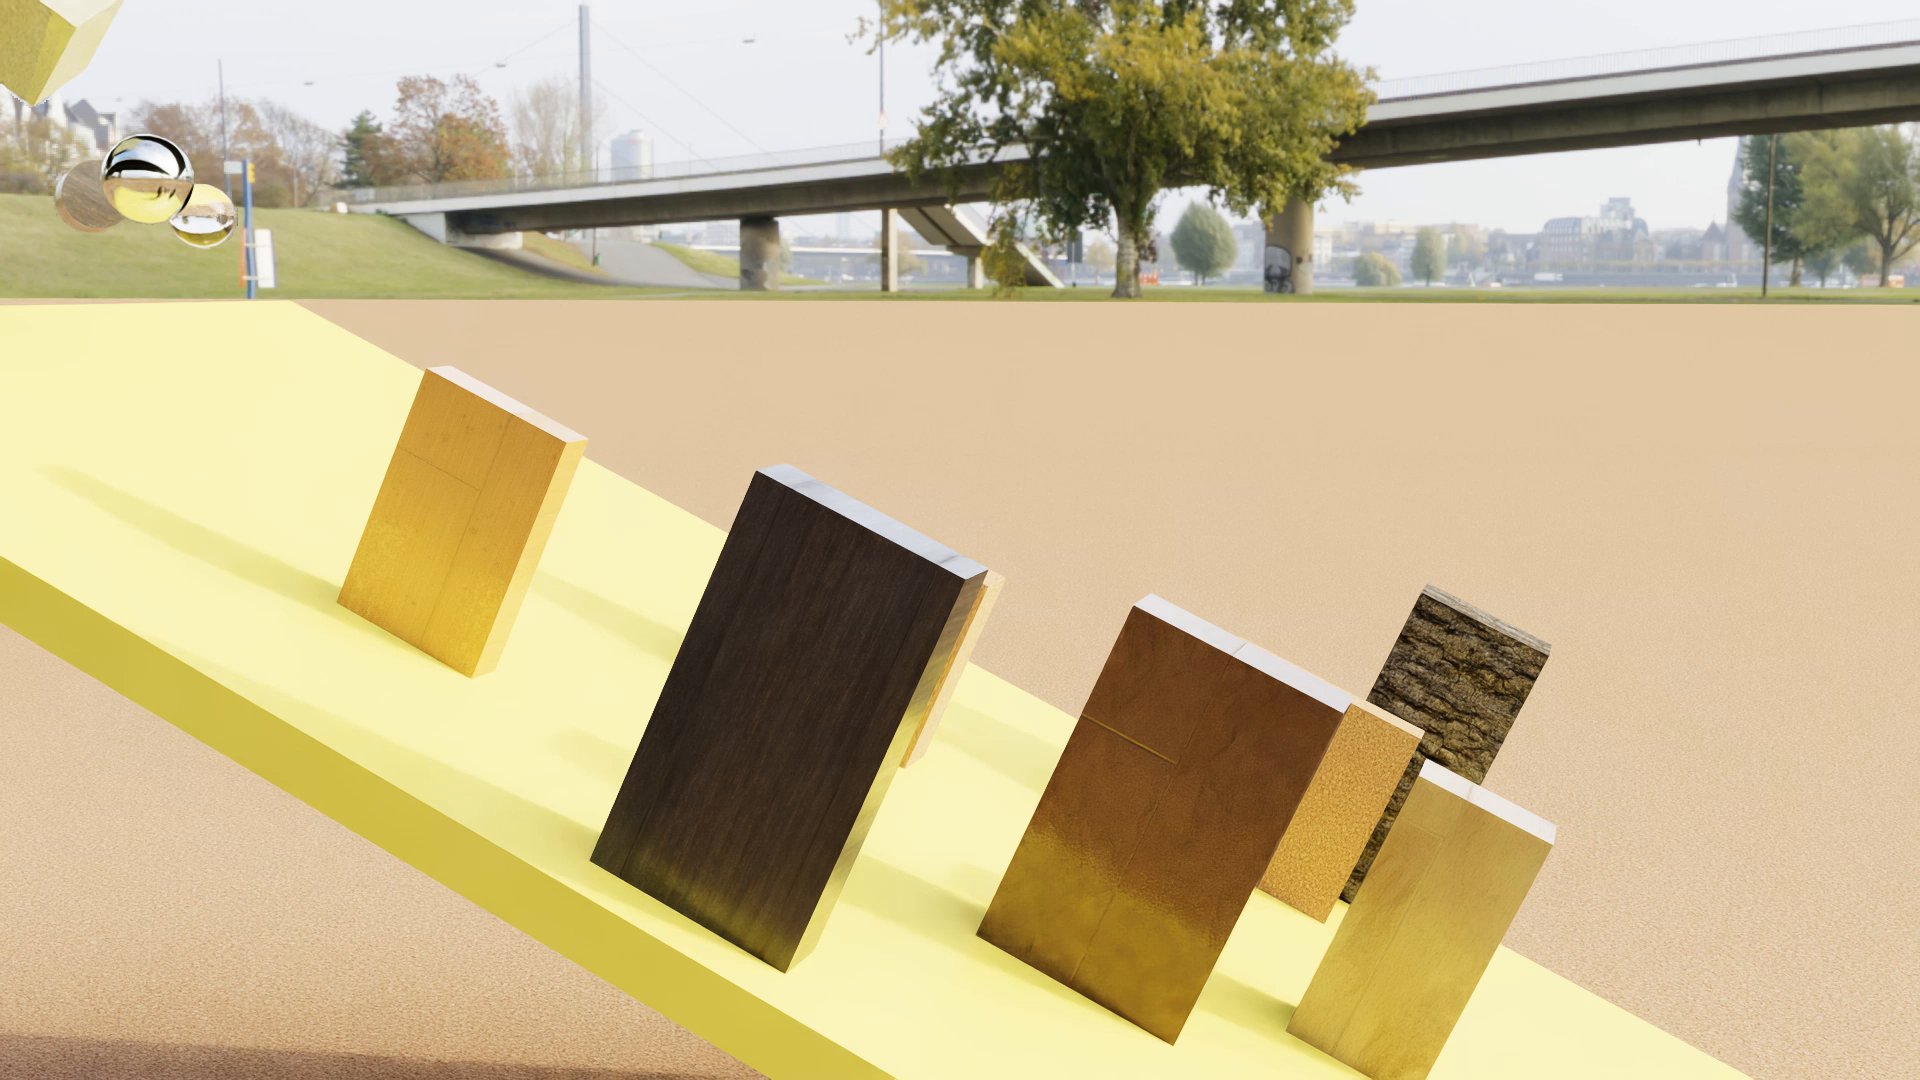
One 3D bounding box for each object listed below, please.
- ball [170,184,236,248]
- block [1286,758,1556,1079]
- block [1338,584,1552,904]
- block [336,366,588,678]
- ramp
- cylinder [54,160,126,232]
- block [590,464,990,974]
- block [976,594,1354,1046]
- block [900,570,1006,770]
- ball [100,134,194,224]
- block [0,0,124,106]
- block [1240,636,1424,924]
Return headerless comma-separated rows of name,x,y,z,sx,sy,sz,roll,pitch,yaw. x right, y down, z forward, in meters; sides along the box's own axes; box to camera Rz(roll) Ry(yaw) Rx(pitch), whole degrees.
ball,-1.498,-0.641,4.347,0.125,0.125,0.125,0,7,0
block,0.802,0.678,3.834,0.247,0.521,0.137,27,14,12
block,0.961,0.458,4.643,0.285,0.665,0.147,27,14,12
block,-0.862,-0.031,3.800,0.288,0.454,0.082,27,14,12
ramp,-0.266,0.455,4.172,4.000,0.100,2.000,27,14,12
cylinder,-1.866,-0.739,4.737,0.144,0.144,0.144,-4,5,-28
block,-0.259,0.264,3.269,0.349,0.662,0.119,27,14,12
block,0.334,0.458,3.629,0.373,0.628,0.138,27,14,12
block,-0.172,0.175,4.322,0.377,0.403,0.123,27,14,12
ball,-1.561,-0.694,4.226,0.169,0.169,0.169,0,7,0
block,-1.766,-1.002,4.197,0.206,0.206,0.206,37,31,-13
block,0.659,0.490,4.494,0.415,0.435,0.080,27,14,12
